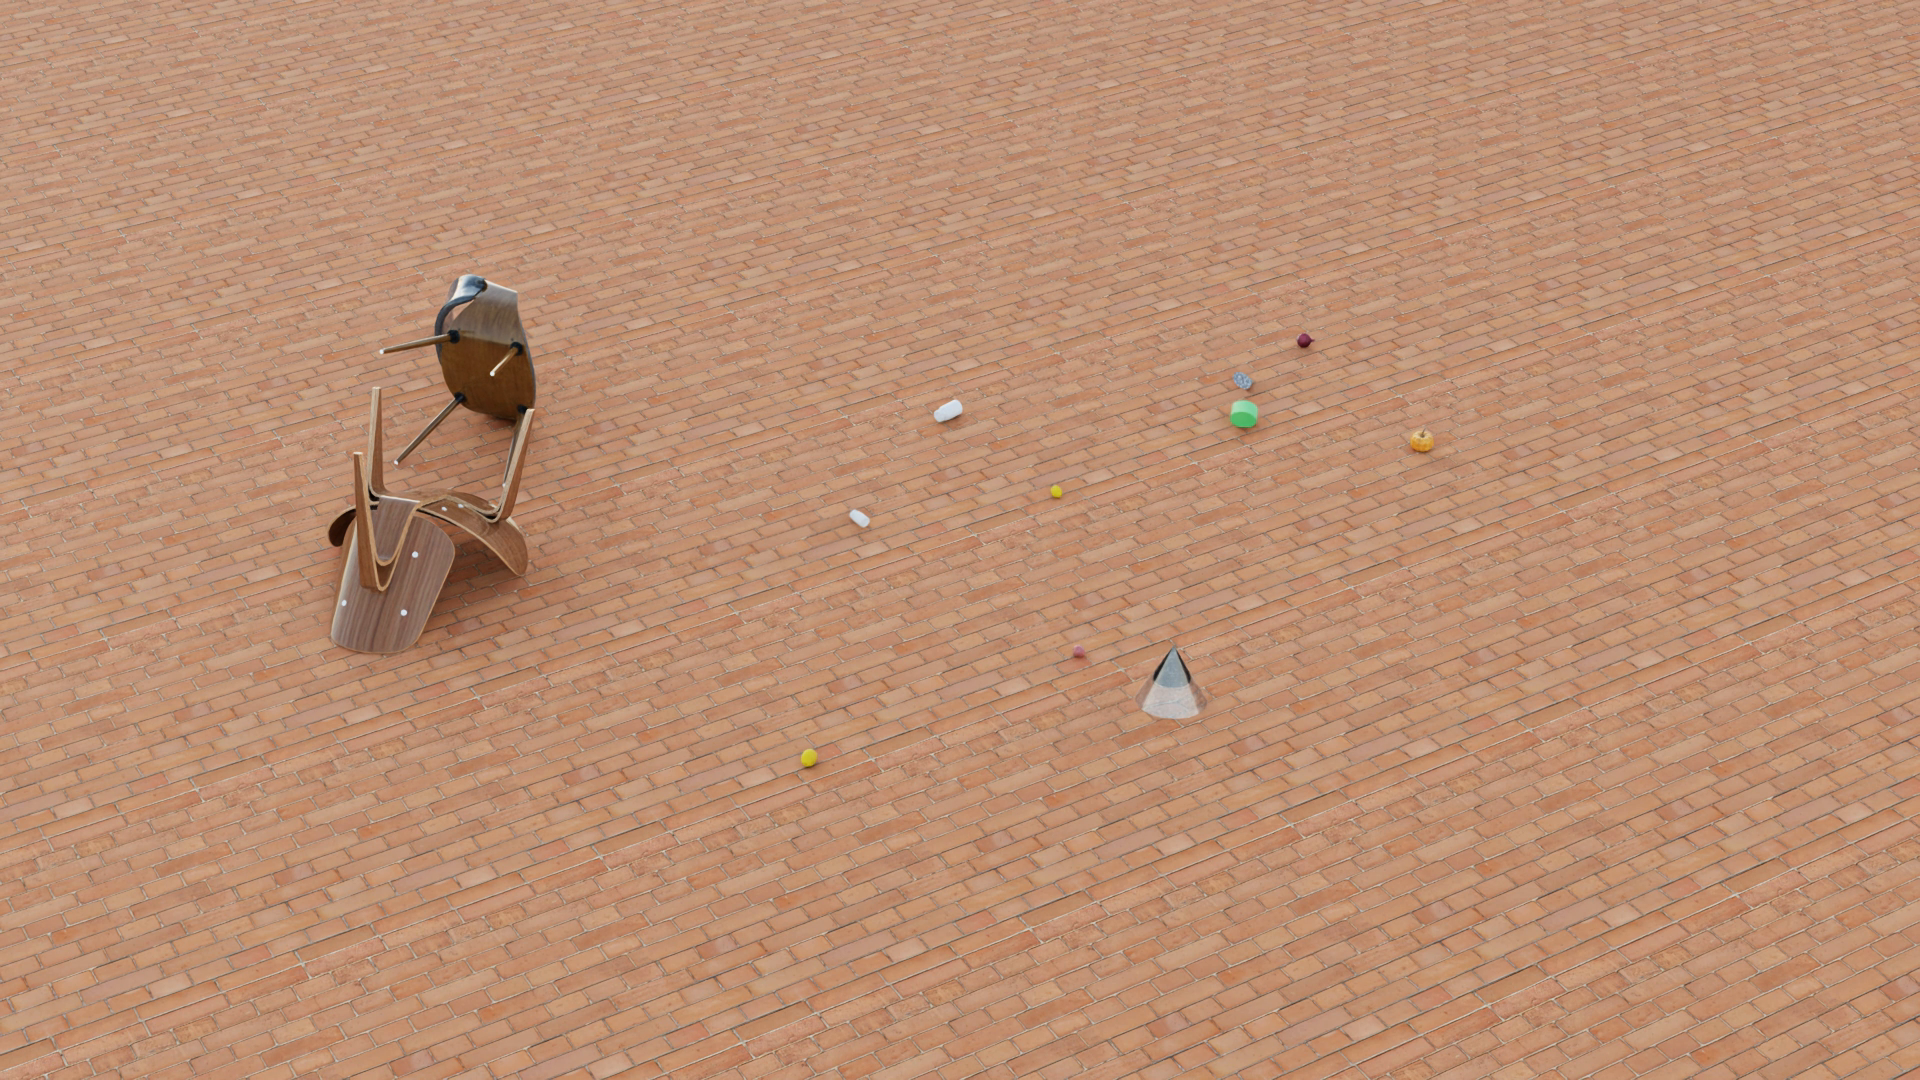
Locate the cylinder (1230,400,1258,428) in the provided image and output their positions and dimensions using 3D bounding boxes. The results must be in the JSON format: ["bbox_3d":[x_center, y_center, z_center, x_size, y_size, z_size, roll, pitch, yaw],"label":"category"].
[{"bbox_3d":[1.126,-0.500,11.637,0.105,0.072,0.087,12,34,3],"label":"cylinder"}]

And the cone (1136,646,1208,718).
[{"bbox_3d":[0.728,0.456,10.040,0.250,0.235,0.206,6,34,9],"label":"cone"}]
